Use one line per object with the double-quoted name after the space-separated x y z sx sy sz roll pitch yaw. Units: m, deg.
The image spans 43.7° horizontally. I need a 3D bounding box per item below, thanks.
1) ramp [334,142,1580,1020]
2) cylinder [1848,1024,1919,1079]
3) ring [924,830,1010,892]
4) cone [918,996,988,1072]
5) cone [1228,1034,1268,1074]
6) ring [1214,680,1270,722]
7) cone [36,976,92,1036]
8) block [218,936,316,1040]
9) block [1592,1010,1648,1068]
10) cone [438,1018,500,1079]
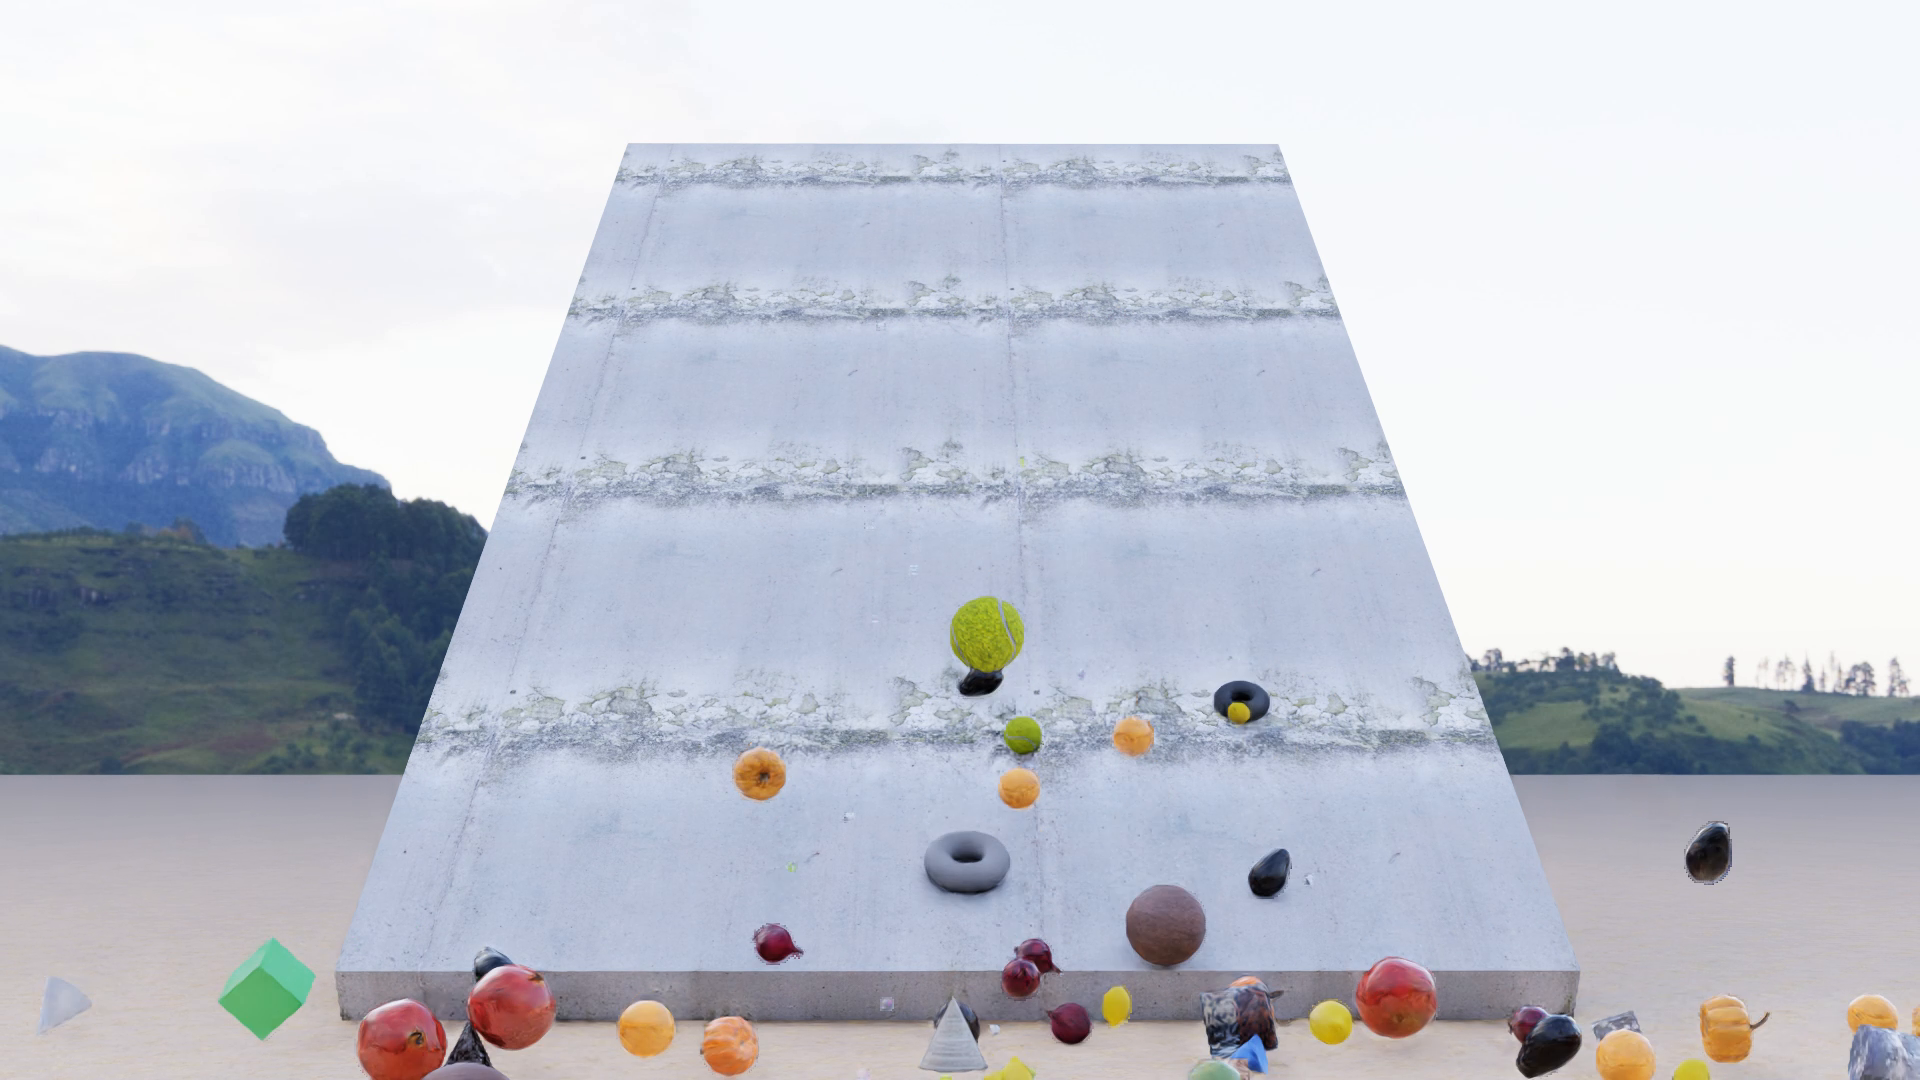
-0.012 -0.220 5.620 2.000 0.100 4.000 0 29 0 "ramp"
1.142 0.641 2.939 0.077 0.077 0.077 12 -4 8 "cylinder"
0.012 0.545 4.059 0.146 0.049 0.146 1 27 0 "ring"
-0.009 0.672 3.268 0.096 0.096 0.096 0 -5 0 "cone"
0.379 0.696 3.212 0.054 0.054 0.054 -18 -11 16 "cone"
0.531 0.304 4.516 0.108 0.036 0.108 0 32 0 "ring"
-1.390 0.727 3.667 0.082 0.082 0.082 18 -38 15 "cone"
-1.012 0.655 3.498 0.087 0.087 0.087 -40 16 10 "block"
0.906 0.685 3.285 0.058 0.058 0.058 -20 -10 13 "block"
-0.640 0.664 3.118 0.083 0.083 0.083 0 -5 0 "cone"
